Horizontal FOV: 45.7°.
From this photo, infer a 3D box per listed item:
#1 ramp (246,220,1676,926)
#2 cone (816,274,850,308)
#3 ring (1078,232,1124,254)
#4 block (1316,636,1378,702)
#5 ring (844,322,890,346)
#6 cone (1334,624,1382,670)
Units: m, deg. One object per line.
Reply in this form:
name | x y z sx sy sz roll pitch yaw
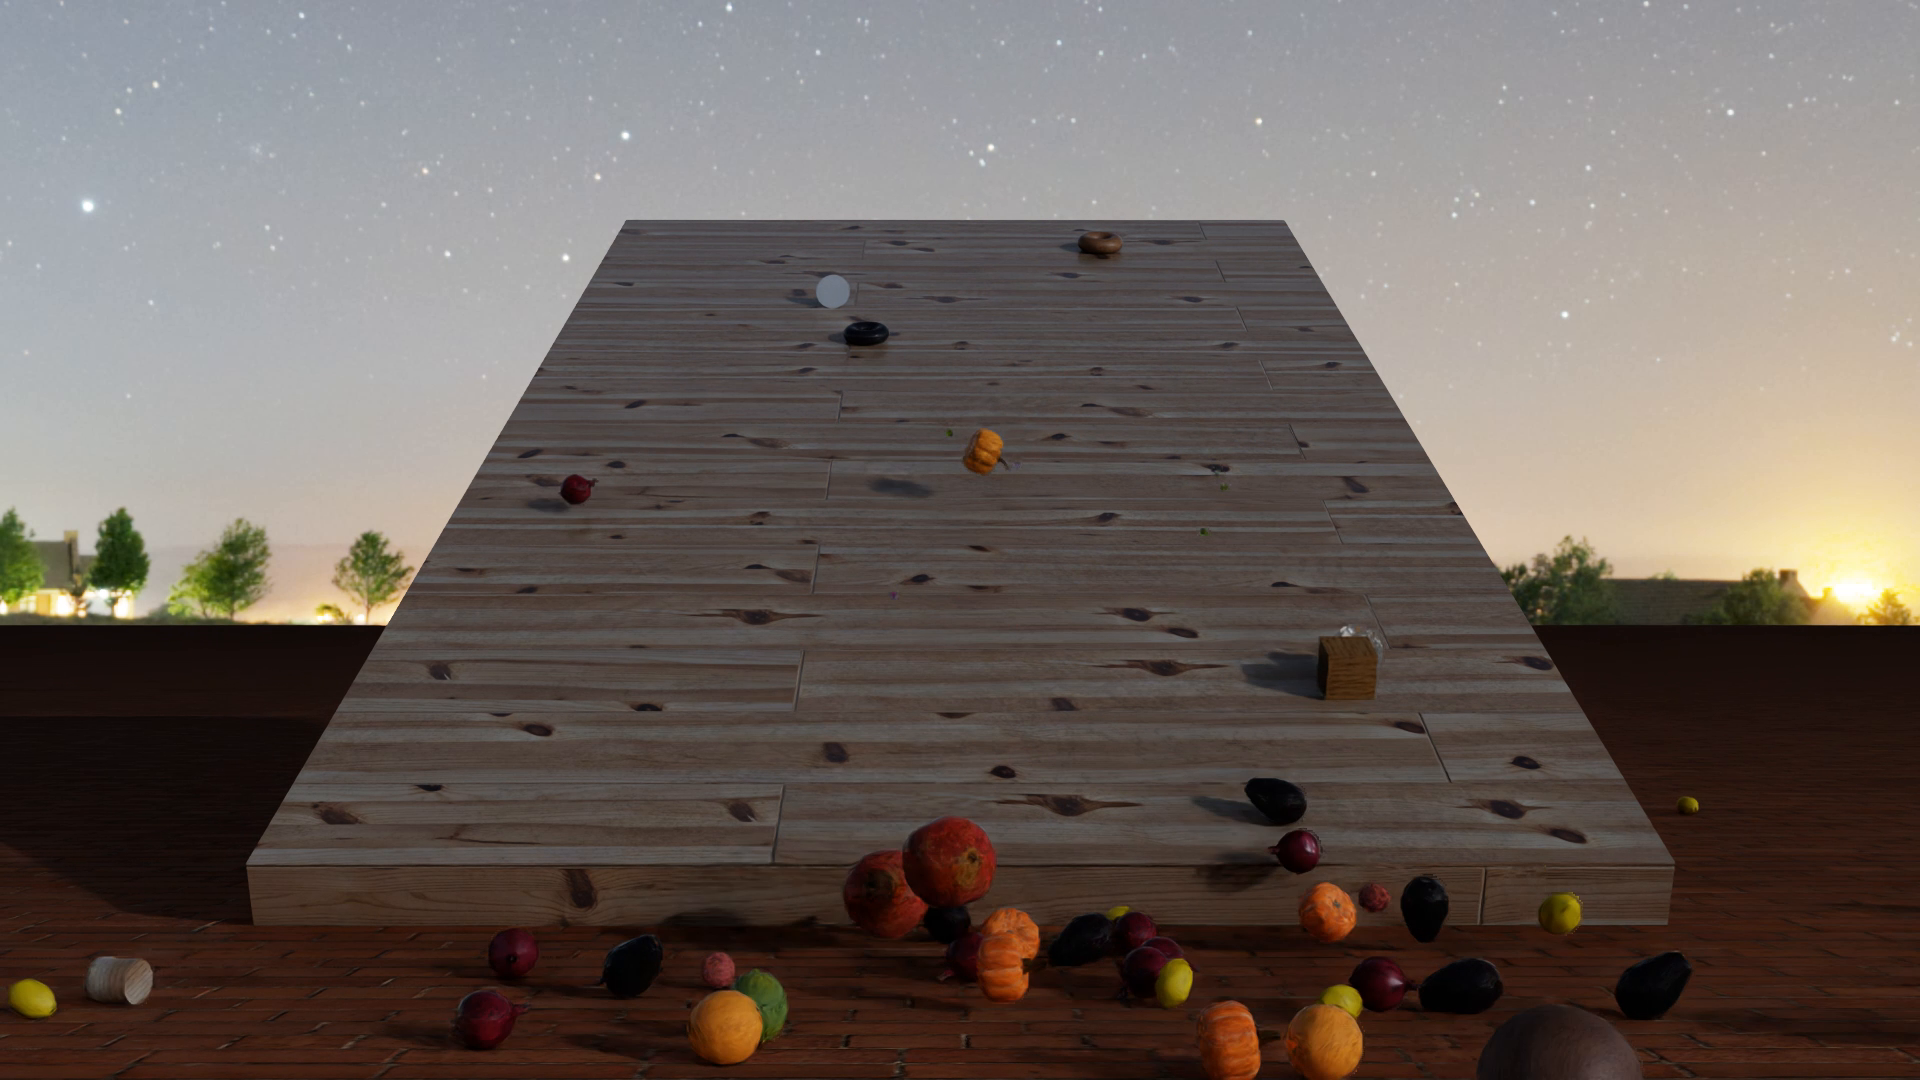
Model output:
ramp | -0.006 -0.214 5.076 2.000 0.100 4.000 0 21 0
cone | -0.331 -0.646 6.013 0.089 0.089 0.089 0 -6 2
ring | 0.404 -0.856 6.561 0.131 0.044 0.131 1 22 0
block | 0.631 0.209 3.717 0.080 0.080 0.080 -1 21 -2
ring | -0.233 -0.514 5.669 0.115 0.038 0.115 -1 22 0
cone | 0.650 0.190 3.821 0.092 0.092 0.092 0 -6 -8
